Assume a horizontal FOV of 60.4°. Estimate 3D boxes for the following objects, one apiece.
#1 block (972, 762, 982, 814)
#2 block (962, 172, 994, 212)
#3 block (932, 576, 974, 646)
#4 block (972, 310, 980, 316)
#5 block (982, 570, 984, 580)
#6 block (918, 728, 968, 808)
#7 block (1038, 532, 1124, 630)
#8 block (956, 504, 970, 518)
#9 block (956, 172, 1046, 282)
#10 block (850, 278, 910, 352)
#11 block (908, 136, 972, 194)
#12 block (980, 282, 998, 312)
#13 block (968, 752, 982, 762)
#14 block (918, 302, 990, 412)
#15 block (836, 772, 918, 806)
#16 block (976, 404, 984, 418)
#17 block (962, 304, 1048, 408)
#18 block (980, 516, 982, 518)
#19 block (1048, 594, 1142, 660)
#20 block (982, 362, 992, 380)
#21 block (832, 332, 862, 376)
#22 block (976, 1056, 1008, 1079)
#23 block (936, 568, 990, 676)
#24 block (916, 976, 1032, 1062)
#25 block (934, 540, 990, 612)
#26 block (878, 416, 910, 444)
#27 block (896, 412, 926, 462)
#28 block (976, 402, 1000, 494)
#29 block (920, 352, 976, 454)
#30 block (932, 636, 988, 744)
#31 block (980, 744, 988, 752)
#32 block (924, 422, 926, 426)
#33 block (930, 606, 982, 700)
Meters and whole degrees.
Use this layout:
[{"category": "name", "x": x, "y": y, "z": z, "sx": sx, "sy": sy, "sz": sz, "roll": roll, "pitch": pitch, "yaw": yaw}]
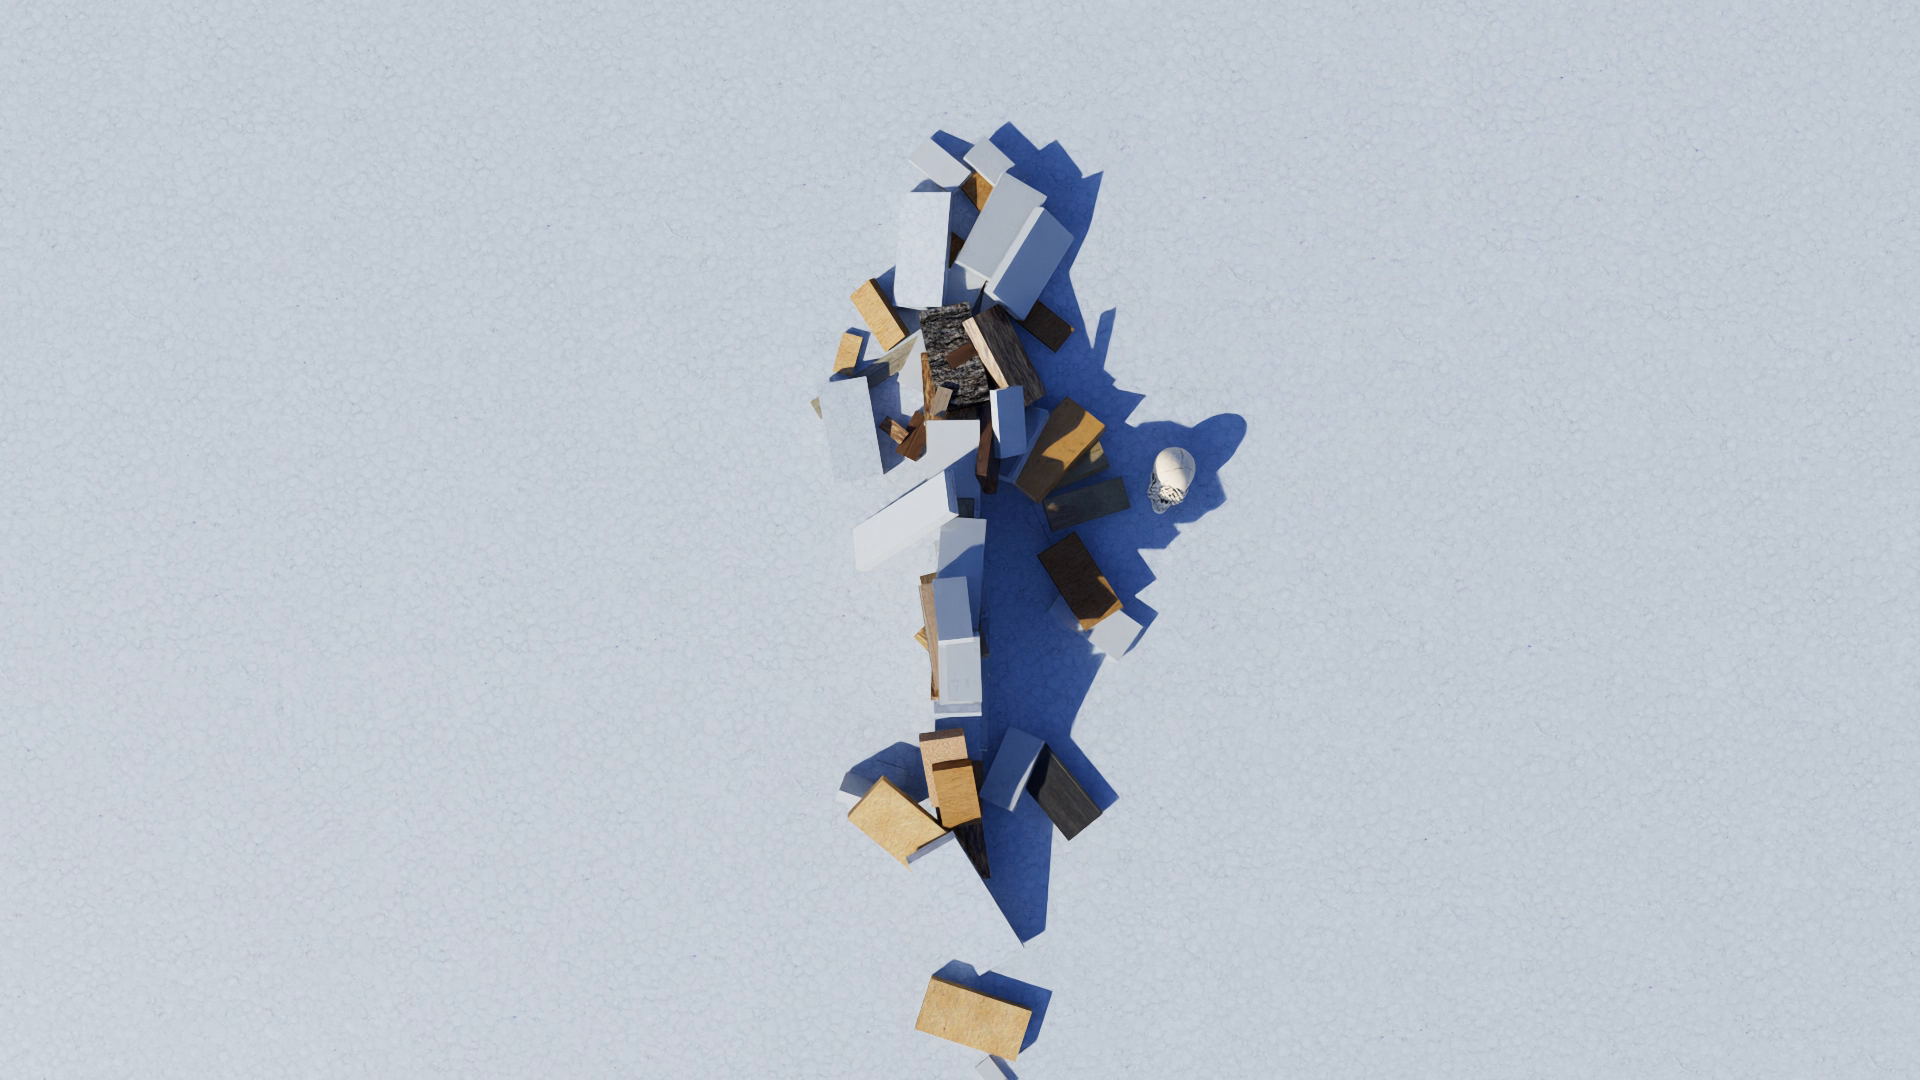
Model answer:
[{"category": "block", "x": 0.006, "y": 0.772, "z": 5.480, "sx": 0.140, "sy": 0.040, "sz": 0.280, "roll": 0, "pitch": 90, "yaw": 0}, {"category": "block", "x": 0.120, "y": -1.121, "z": 5.483, "sx": 0.121, "sy": 0.034, "sz": 0.242, "roll": -38, "pitch": 90, "yaw": 0}, {"category": "block", "x": -0.022, "y": 0.214, "z": 5.004, "sx": 0.105, "sy": 0.030, "sz": 0.210, "roll": -6, "pitch": 61, "yaw": -1}, {"category": "block", "x": 0.045, "y": -0.687, "z": 5.490, "sx": 0.073, "sy": 0.021, "sz": 0.147, "roll": 10, "pitch": 90, "yaw": 0}, {"category": "block", "x": 0.013, "y": 0.106, "z": 5.429, "sx": 0.130, "sy": 0.037, "sz": 0.260, "roll": -3, "pitch": 73, "yaw": -1}, {"category": "block", "x": -0.041, "y": 0.728, "z": 5.269, "sx": 0.142, "sy": 0.040, "sz": 0.284, "roll": -8, "pitch": 124, "yaw": 1}, {"category": "block", "x": 0.395, "y": 0.136, "z": 5.439, "sx": 0.147, "sy": 0.042, "sz": 0.294, "roll": -32, "pitch": 89, "yaw": -2}, {"category": "block", "x": -0.002, "y": -0.017, "z": 5.263, "sx": 0.089, "sy": 0.025, "sz": 0.177, "roll": -10, "pitch": 87, "yaw": 1}, {"category": "block", "x": 0.135, "y": -1.019, "z": 5.411, "sx": 0.166, "sy": 0.047, "sz": 0.331, "roll": 28, "pitch": 87, "yaw": -13}, {"category": "block", "x": -0.265, "y": -0.744, "z": 5.451, "sx": 0.110, "sy": 0.031, "sz": 0.220, "roll": -33, "pitch": 90, "yaw": 43}, {"category": "block", "x": -0.066, "y": -1.238, "z": 5.468, "sx": 0.196, "sy": 0.028, "sz": 0.098, "roll": 41, "pitch": 90, "yaw": 11}, {"category": "block", "x": 0.108, "y": -0.775, "z": 5.461, "sx": 0.073, "sy": 0.021, "sz": 0.147, "roll": 10, "pitch": 96, "yaw": 0}, {"category": "block", "x": 0.004, "y": 0.588, "z": 5.450, "sx": 0.140, "sy": 0.040, "sz": 0.280, "roll": 0, "pitch": 77, "yaw": 0}, {"category": "block", "x": -0.019, "y": -0.595, "z": 5.369, "sx": 0.169, "sy": 0.048, "sz": 0.338, "roll": -12, "pitch": 79, "yaw": -2}, {"category": "block", "x": -0.272, "y": 0.849, "z": 5.435, "sx": 0.253, "sy": 0.126, "sz": 0.036, "roll": 19, "pitch": 112, "yaw": 0}, {"category": "block", "x": 0.036, "y": -0.436, "z": 5.441, "sx": 0.076, "sy": 0.021, "sz": 0.151, "roll": 14, "pitch": 78, "yaw": 3}, {"category": "block", "x": 0.148, "y": -0.594, "z": 5.390, "sx": 0.048, "sy": 0.168, "sz": 0.336, "roll": -22, "pitch": 98, "yaw": 41}, {"category": "block", "x": 0.004, "y": -0.066, "z": 5.444, "sx": 0.130, "sy": 0.037, "sz": 0.260, "roll": -1, "pitch": 73, "yaw": 0}, {"category": "block", "x": 0.449, "y": 0.263, "z": 5.480, "sx": 0.284, "sy": 0.040, "sz": 0.142, "roll": 35, "pitch": 90, "yaw": 0}, {"category": "block", "x": 0.103, "y": -0.611, "z": 5.476, "sx": 0.073, "sy": 0.021, "sz": 0.147, "roll": -19, "pitch": 96, "yaw": -10}, {"category": "block", "x": -0.374, "y": -0.618, "z": 5.491, "sx": 0.067, "sy": 0.019, "sz": 0.133, "roll": 16, "pitch": 90, "yaw": 0}, {"category": "block", "x": 0.111, "y": 1.784, "z": 5.491, "sx": 0.061, "sy": 0.017, "sz": 0.122, "roll": -38, "pitch": 90, "yaw": 0}, {"category": "block", "x": 0.008, "y": 0.271, "z": 5.431, "sx": 0.176, "sy": 0.050, "sz": 0.352, "roll": 0, "pitch": 75, "yaw": 0}, {"category": "block", "x": 0.045, "y": 1.588, "z": 5.475, "sx": 0.349, "sy": 0.049, "sz": 0.175, "roll": 18, "pitch": 90, "yaw": 0}, {"category": "block", "x": 0.005, "y": 0.117, "z": 5.363, "sx": 0.130, "sy": 0.037, "sz": 0.260, "roll": -13, "pitch": 86, "yaw": -2}, {"category": "block", "x": -0.219, "y": -0.365, "z": 5.480, "sx": 0.096, "sy": 0.014, "sz": 0.048, "roll": 40, "pitch": 93, "yaw": 14}, {"category": "block", "x": -0.148, "y": -0.345, "z": 5.489, "sx": 0.076, "sy": 0.021, "sz": 0.151, "roll": 26, "pitch": 90, "yaw": 0}, {"category": "block", "x": 0.099, "y": -0.298, "z": 5.326, "sx": 0.038, "sy": 0.134, "sz": 0.268, "roll": 0, "pitch": 64, "yaw": 16}, {"category": "block", "x": -0.033, "y": -0.440, "z": 5.387, "sx": 0.169, "sy": 0.048, "sz": 0.357, "roll": -4, "pitch": 79, "yaw": 0}, {"category": "block", "x": 0.001, "y": 0.484, "z": 5.335, "sx": 0.176, "sy": 0.050, "sz": 0.352, "roll": 0, "pitch": 88, "yaw": 0}, {"category": "block", "x": 0.001, "y": 0.515, "z": 5.417, "sx": 0.176, "sy": 0.050, "sz": 0.352, "roll": 0, "pitch": 75, "yaw": 0}, {"category": "block", "x": -0.037, "y": -0.488, "z": 5.452, "sx": 0.076, "sy": 0.021, "sz": 0.262, "roll": 21, "pitch": 79, "yaw": 5}, {"category": "block", "x": -0.012, "y": 0.352, "z": 5.118, "sx": 0.147, "sy": 0.042, "sz": 0.294, "roll": 2, "pitch": 69, "yaw": 1}]
